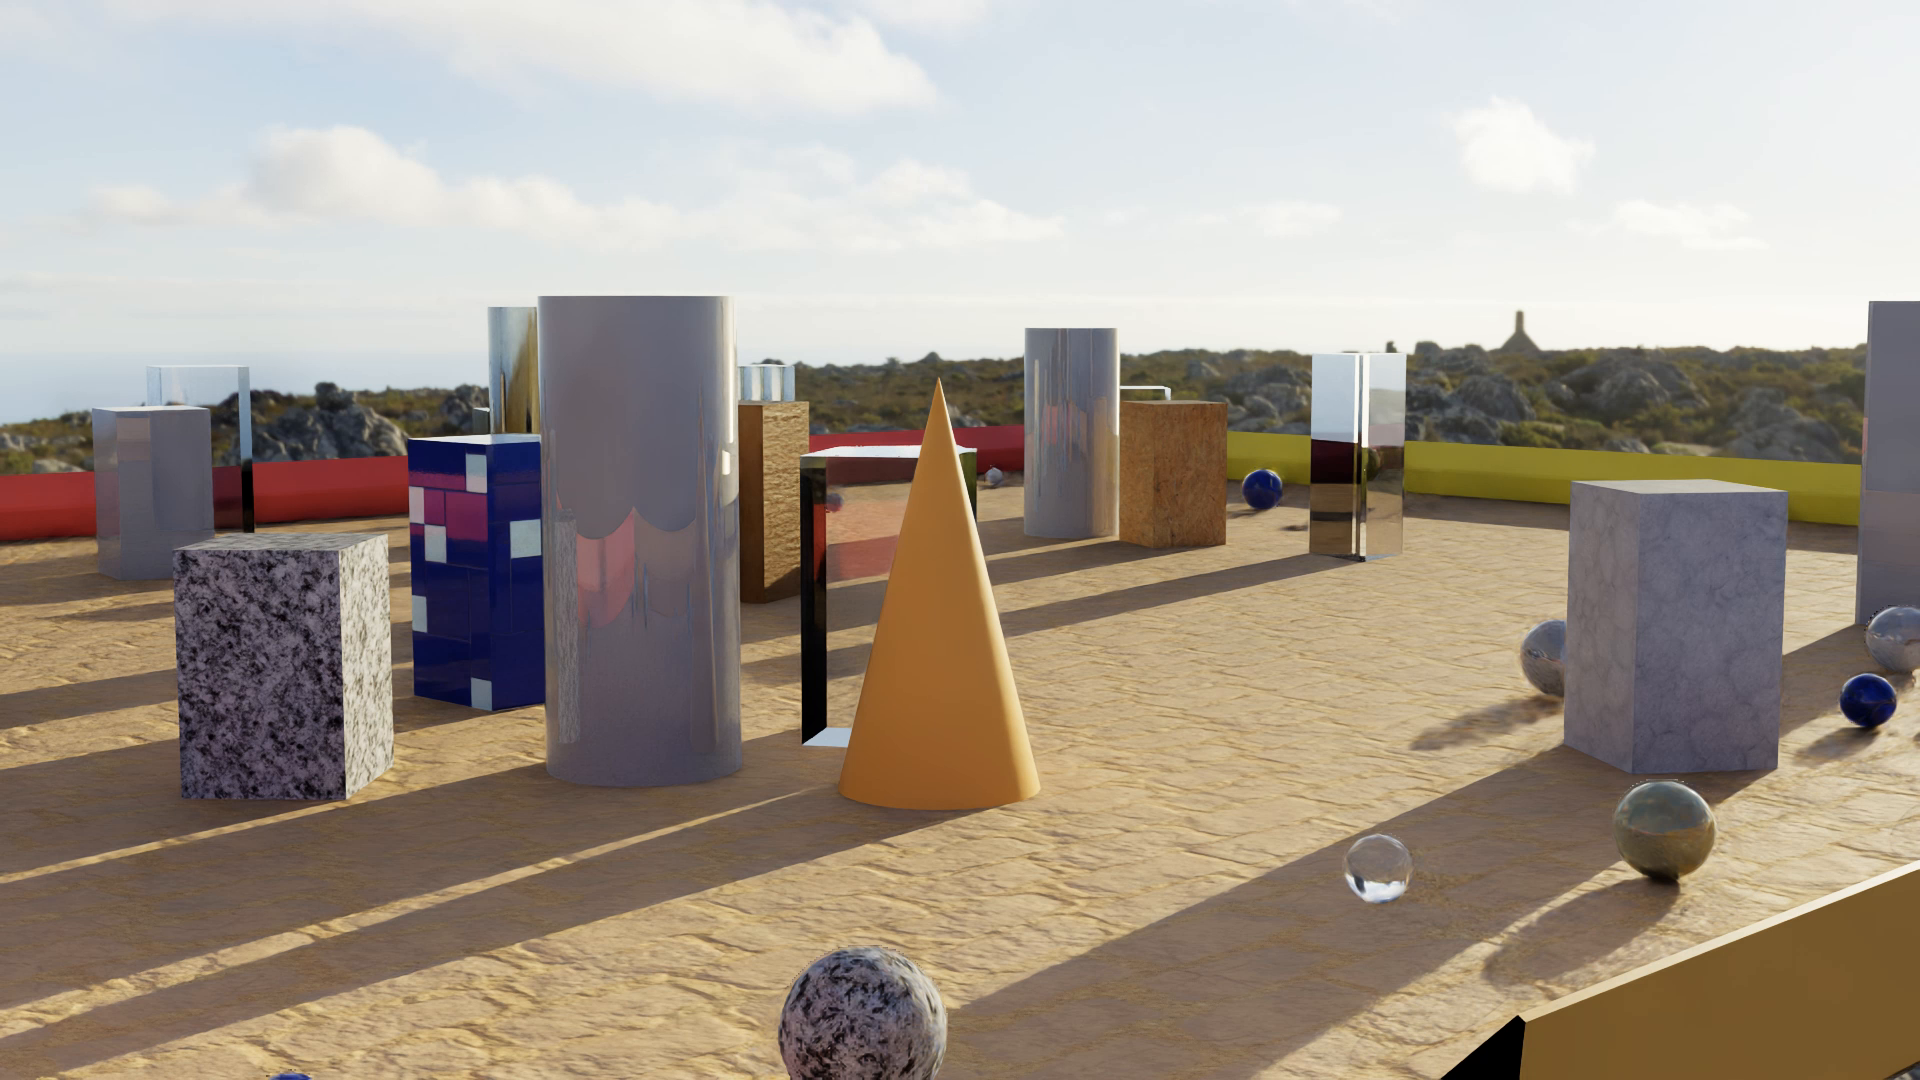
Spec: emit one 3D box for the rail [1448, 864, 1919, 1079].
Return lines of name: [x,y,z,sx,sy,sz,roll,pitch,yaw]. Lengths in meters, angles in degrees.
rail: [1.268,0.176,1.966,4.304,0.123,0.045,-6,8,-42]

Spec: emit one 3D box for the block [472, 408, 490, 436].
block: [-0.841,-0.125,4.212,0.151,0.252,0.151,-3,7,-23]

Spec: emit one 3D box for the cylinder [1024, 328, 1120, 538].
cylinder: [0.220,-0.215,4.334,0.189,0.405,0.189,0,6,0]

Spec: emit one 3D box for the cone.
cone: [-0.019,0.040,2.030,0.189,0.383,0.189,0,6,0]

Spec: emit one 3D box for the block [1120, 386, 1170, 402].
block: [0.378,-0.201,4.849,0.151,0.270,0.151,0,6,-1]

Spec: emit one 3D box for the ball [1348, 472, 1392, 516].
ball: [0.877,-0.098,4.708,0.094,0.094,0.094,0,6,0]

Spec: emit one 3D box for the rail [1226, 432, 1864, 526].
rail: [1.564,-0.120,4.768,0.045,0.123,3.787,-6,8,-42]

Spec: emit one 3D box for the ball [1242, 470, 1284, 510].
ball: [0.668,-0.111,4.854,0.090,0.090,0.090,0,6,0]

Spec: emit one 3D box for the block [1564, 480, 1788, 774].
block: [0.705,0.081,2.178,0.151,0.270,0.151,-1,6,-9]

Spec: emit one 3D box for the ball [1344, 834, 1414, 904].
ball: [0.314,0.247,1.649,0.052,0.052,0.052,0,6,0]

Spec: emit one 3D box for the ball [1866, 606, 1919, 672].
ball: [1.153,0.122,2.692,0.081,0.081,0.081,0,6,0]

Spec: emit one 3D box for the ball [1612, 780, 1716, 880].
ball: [0.550,0.226,1.716,0.077,0.077,0.077,0,6,0]

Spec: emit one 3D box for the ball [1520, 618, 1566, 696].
ball: [0.688,0.135,2.525,0.090,0.090,0.090,0,6,0]

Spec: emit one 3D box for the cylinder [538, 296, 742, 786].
cylinder: [-0.307,-0.006,2.119,0.189,0.455,0.189,0,6,0]

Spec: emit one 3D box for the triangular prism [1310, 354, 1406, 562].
triangular prism: [0.696,-0.153,3.950,0.142,0.362,0.164,4,7,35]

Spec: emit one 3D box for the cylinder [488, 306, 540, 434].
cylinder: [-0.565,-0.105,3.099,0.189,0.446,0.189,0,6,0]

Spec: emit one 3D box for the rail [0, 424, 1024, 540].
rail: [-1.268,-0.112,4.699,4.304,0.123,0.045,-6,8,-42]

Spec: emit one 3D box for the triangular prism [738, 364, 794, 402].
triangular prism: [-0.394,-0.180,4.356,0.164,0.331,0.142,1,6,8]

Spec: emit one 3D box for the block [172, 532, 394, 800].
block: [-0.630,0.114,2.062,0.151,0.228,0.151,0,6,2]

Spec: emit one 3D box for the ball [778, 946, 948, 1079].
ball: [-0.053,0.272,1.213,0.093,0.093,0.093,0,6,0]

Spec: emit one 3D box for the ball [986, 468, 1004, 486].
ball: [0.087,-0.159,5.520,0.044,0.044,0.044,0,6,0]

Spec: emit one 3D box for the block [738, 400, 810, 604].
block: [-0.334,-0.063,3.400,0.151,0.299,0.151,3,7,23]

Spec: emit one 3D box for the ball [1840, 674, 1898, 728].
ball: [0.965,0.171,2.337,0.058,0.058,0.058,0,6,0]

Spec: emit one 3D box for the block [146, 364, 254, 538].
block: [-1.379,-0.146,3.992,0.151,0.339,0.151,-3,7,-29]

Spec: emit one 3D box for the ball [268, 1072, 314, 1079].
ball: [-0.356,0.303,1.165,0.041,0.041,0.041,0,6,0]

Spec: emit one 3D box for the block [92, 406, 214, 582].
block: [-1.350,-0.082,3.682,0.151,0.277,0.151,-4,7,-35]

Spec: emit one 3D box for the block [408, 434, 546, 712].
block: [-0.523,0.031,2.525,0.151,0.296,0.151,6,8,42]

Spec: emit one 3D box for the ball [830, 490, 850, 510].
ball: [-0.263,-0.087,4.842,0.044,0.044,0.044,0,6,0]

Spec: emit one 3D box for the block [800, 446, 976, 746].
block: [-0.072,0.056,2.288,0.151,0.296,0.151,1,6,12]

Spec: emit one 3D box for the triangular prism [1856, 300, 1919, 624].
triangular prism: [1.361,-0.112,3.131,0.164,0.454,0.142,1,6,13]

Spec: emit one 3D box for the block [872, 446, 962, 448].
block: [-0.066,-0.026,3.388,0.151,0.229,0.151,-1,6,-8]

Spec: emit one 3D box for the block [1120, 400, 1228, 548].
block: [0.404,-0.128,4.173,0.151,0.266,0.151,-2,6,-20]
